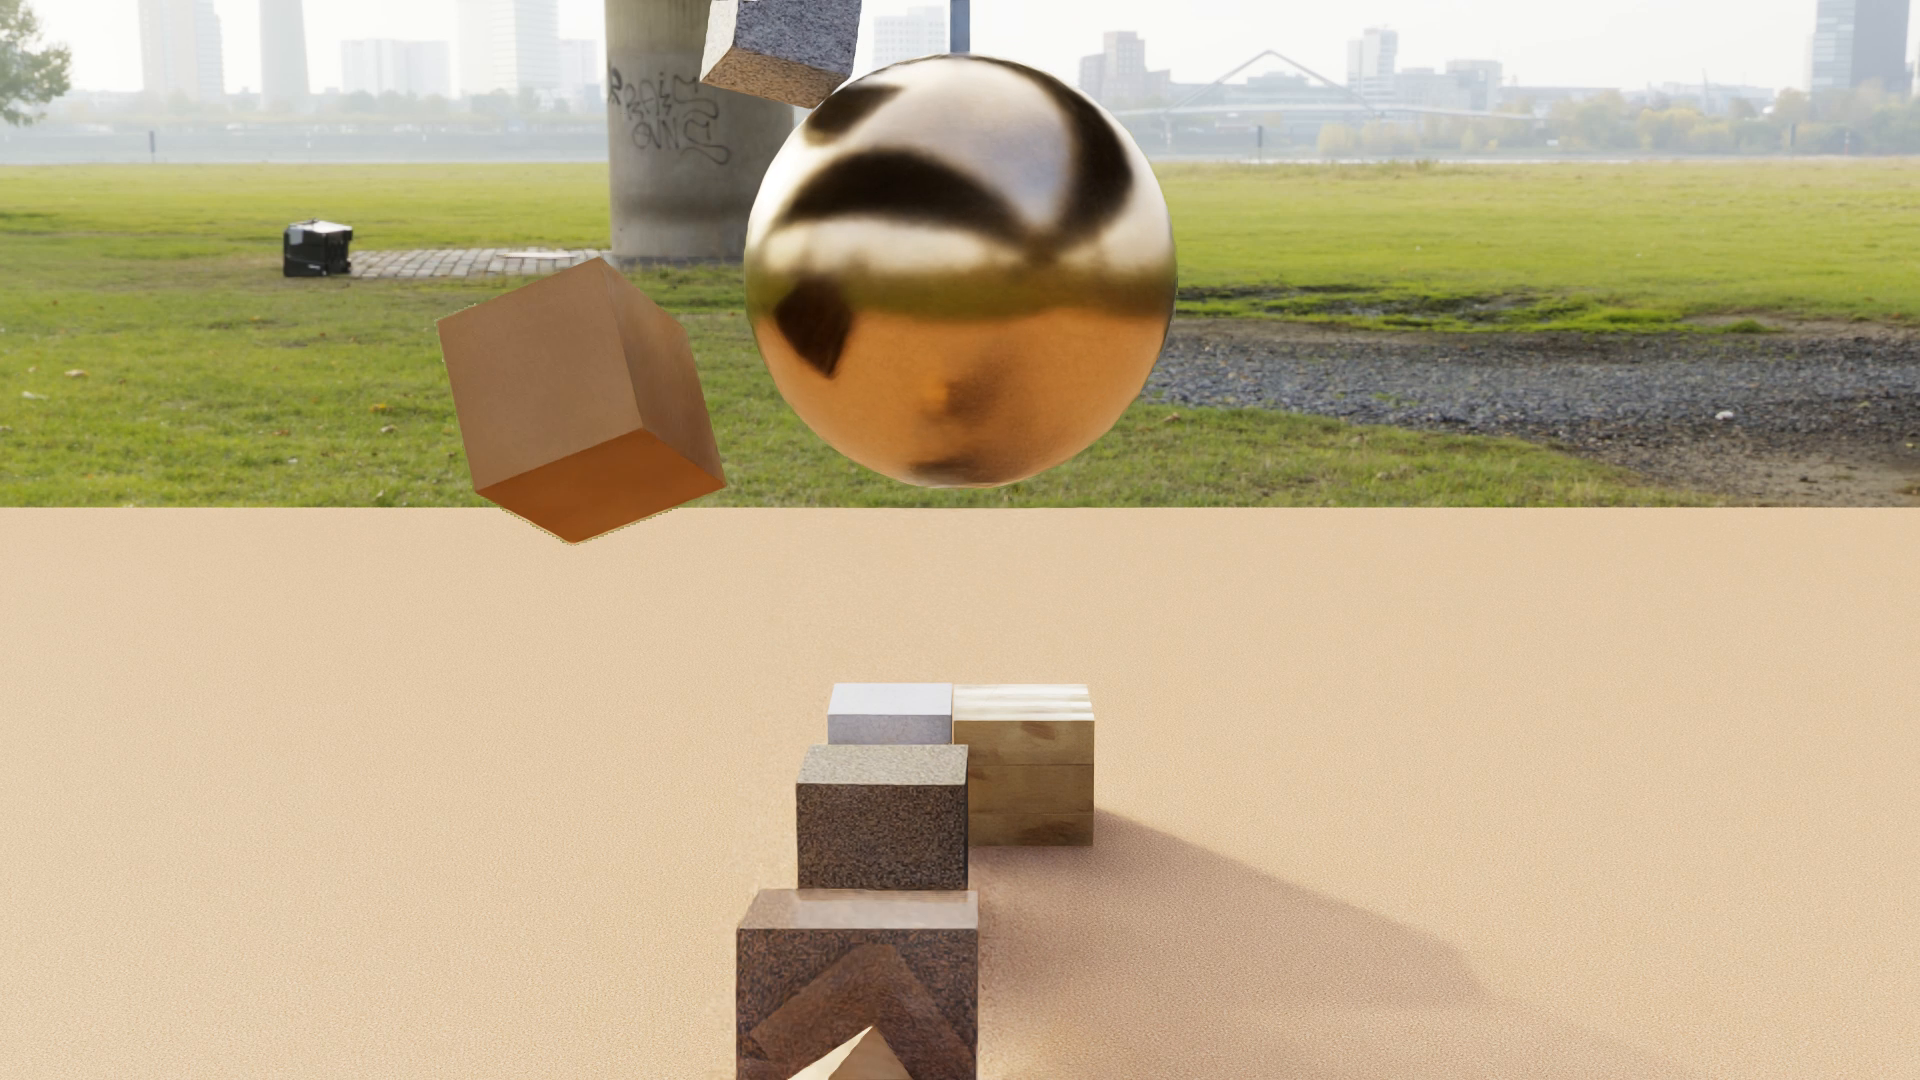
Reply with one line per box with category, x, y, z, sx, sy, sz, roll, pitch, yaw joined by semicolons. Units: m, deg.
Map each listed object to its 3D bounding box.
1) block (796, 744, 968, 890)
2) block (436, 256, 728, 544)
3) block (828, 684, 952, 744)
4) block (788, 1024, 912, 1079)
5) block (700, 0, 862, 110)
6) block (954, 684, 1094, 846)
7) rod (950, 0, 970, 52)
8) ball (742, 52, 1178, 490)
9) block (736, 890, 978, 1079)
block;-0.340;1.370;9.958;0.735;0.741;0.640;0;10;1
block;-1.282;-0.459;7.532;0.608;0.627;0.745;-20;-18;10
block;-0.354;1.145;11.397;0.621;0.669;0.641;0;10;0
block;-0.392;1.939;6.715;0.539;0.551;0.535;-36;-1;21
block;-0.637;-1.892;7.937;0.440;0.475;0.483;10;-7;-19
block;0.320;1.155;11.392;0.704;0.652;0.740;0;10;0
rod;0.000;-4.222;9.169;0.080;5.200;0.080;0;-18;0
ball;0.000;-0.985;8.131;1.600;1.600;1.600;0;10;0
block;-0.351;1.686;7.942;0.826;0.713;0.806;0;0;1
